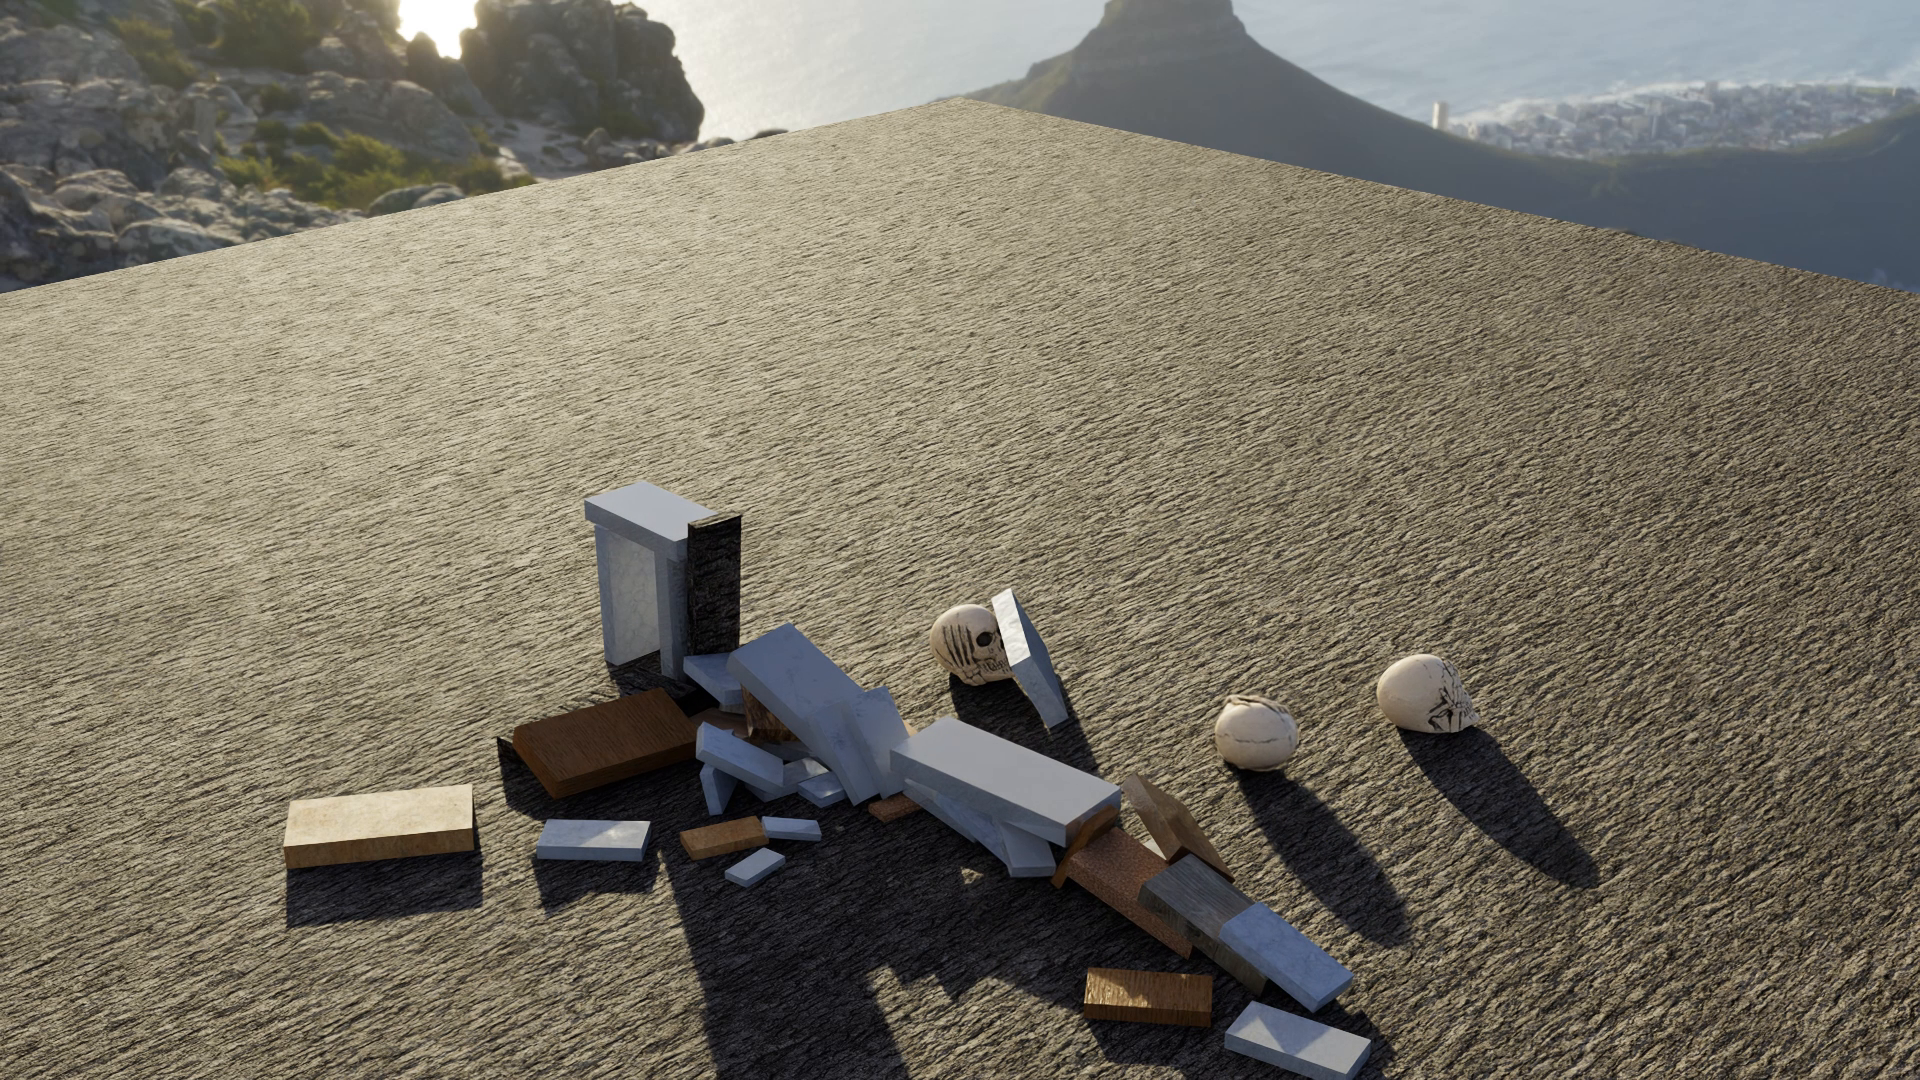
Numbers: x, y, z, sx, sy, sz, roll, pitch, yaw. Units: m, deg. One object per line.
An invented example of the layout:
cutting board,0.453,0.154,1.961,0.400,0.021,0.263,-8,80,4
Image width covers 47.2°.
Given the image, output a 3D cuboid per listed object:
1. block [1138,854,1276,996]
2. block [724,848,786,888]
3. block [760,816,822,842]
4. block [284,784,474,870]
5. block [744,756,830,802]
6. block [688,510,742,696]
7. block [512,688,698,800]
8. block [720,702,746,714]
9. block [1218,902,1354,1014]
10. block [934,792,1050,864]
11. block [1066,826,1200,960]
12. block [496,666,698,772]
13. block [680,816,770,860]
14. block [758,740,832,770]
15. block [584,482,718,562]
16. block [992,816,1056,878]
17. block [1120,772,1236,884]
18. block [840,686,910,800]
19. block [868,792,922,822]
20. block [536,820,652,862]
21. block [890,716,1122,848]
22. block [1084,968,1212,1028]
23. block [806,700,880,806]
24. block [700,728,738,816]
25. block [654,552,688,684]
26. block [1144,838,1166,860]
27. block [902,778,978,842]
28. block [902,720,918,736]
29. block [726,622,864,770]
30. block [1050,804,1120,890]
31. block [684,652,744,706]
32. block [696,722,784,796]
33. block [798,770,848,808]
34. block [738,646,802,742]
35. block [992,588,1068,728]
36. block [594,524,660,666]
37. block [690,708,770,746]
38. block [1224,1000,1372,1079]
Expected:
block,0.478,0.692,3.975,0.290,0.041,0.145,36,39,29
block,-0.396,0.632,4.250,0.056,0.016,0.112,17,28,34
block,-0.335,0.573,4.360,0.112,0.016,0.056,7,20,-17
block,-1.147,0.566,4.362,0.356,0.050,0.178,-4,23,-10
block,-0.358,0.496,4.562,0.158,0.022,0.079,-15,27,-32
block,-0.547,0.142,4.885,0.118,0.422,0.034,-18,34,-36
block,-0.734,0.422,4.606,0.356,0.050,0.178,-14,44,-38
block,-0.399,0.370,4.769,0.221,0.031,0.110,8,-2,13
block,0.576,0.734,3.883,0.219,0.031,0.109,36,40,30
block,0.064,0.550,4.347,0.110,0.031,0.220,-19,41,-37
block,0.354,0.652,4.075,0.290,0.041,0.145,32,38,29
block,-0.780,0.395,4.765,0.178,0.050,0.423,17,28,35
block,-0.465,0.588,4.345,0.157,0.022,0.079,-10,25,-22
block,-0.316,0.438,4.688,0.221,0.031,0.110,10,25,23
block,-0.675,-0.045,4.940,0.169,0.048,0.337,-21,31,-40
block,0.123,0.584,4.255,0.087,0.025,0.174,0,33,-14
block,0.421,0.567,4.265,0.145,0.041,0.290,34,10,-25
block,-0.156,0.417,4.535,0.110,0.220,0.031,-15,-15,-41
block,-0.125,0.539,4.469,0.112,0.016,0.056,-17,28,-34
block,-0.720,0.591,4.331,0.206,0.029,0.103,1,23,2
block,0.087,0.474,4.362,0.448,0.050,0.177,19,31,36
block,0.330,0.798,3.841,0.219,0.031,0.109,3,23,6
block,-0.223,0.434,4.516,0.103,0.206,0.029,-22,-11,-42
block,-0.489,0.475,4.515,0.027,0.095,0.190,-7,22,11
block,-0.594,0.165,4.939,0.169,0.337,0.048,-19,29,-38
block,0.363,0.624,4.265,0.069,0.020,0.138,18,29,36
block,-0.003,0.530,4.445,0.110,0.031,0.220,-19,35,-38
block,-0.118,0.446,4.671,0.103,0.029,0.206,-13,26,-27
block,-0.310,0.334,4.655,0.355,0.050,0.177,41,43,21
block,0.236,0.583,4.174,0.025,0.174,0.087,40,39,20
block,-0.505,0.302,4.806,0.118,0.034,0.237,-4,17,-28
block,-0.448,0.446,4.482,0.190,0.027,0.095,28,25,-20
block,-0.248,0.504,4.545,0.158,0.022,0.079,-18,29,-36
block,-0.402,0.326,4.687,0.118,0.034,0.237,5,43,-20
block,0.154,0.261,4.917,0.050,0.177,0.355,-29,23,6
block,-0.750,0.105,5.081,0.169,0.337,0.048,-21,30,-41
block,-0.498,0.406,4.710,0.220,0.031,0.110,7,22,43
block,0.570,0.851,3.715,0.219,0.031,0.109,14,26,29
